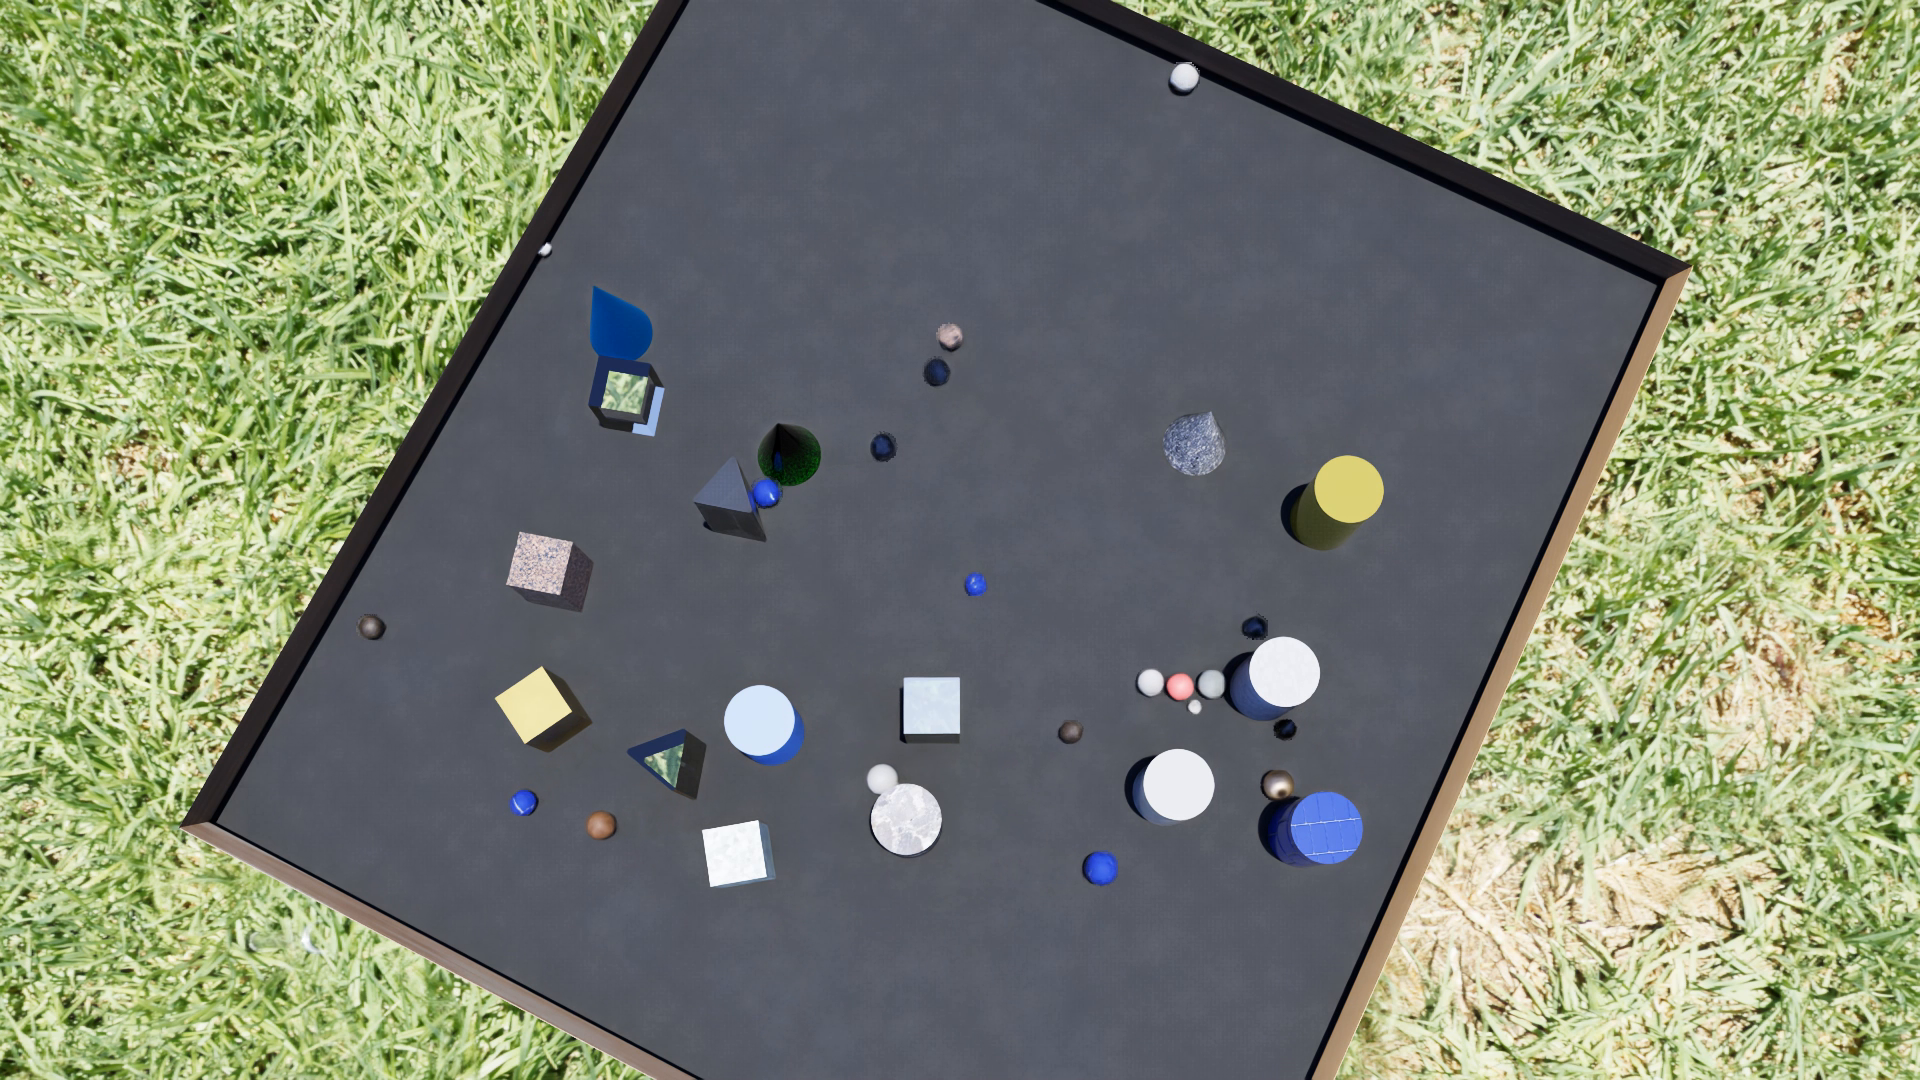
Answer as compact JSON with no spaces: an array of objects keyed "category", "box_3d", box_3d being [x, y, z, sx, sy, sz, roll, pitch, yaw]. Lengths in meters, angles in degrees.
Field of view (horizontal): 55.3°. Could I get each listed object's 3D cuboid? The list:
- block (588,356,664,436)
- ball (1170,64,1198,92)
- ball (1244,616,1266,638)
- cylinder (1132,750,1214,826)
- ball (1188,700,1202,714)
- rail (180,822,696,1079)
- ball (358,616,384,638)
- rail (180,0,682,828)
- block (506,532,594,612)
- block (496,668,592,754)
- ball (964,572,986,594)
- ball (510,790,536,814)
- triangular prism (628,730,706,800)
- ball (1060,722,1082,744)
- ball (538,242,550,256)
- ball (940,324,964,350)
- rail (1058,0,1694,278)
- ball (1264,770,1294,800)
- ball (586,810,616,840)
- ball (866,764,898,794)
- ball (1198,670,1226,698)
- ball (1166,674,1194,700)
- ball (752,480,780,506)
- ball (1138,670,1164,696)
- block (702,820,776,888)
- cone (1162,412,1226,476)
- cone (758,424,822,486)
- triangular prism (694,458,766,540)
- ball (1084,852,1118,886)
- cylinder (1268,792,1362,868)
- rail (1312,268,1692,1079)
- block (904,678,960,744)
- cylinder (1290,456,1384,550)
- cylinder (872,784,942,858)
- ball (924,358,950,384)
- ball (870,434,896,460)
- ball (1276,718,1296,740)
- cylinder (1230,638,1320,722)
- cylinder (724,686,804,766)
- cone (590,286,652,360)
[{"category":"block","box_3d":[-1.013,-0.437,5.576,0.158,0.257,0.158,10,78,2]},{"category":"ball","box_3d":[0.720,-1.482,5.878,0.089,0.089,0.089,0,78,0]},{"category":"ball","box_3d":[0.891,0.265,5.527,0.068,0.068,0.068,0,78,0]},{"category":"cylinder","box_3d":[0.612,0.718,5.292,0.197,0.344,0.197,0,78,0]},{"category":"ball","box_3d":[0.703,0.500,5.492,0.041,0.041,0.041,0,78,0]},{"category":"rail","box_3d":[-0.786,1.547,5.230,3.287,0.128,0.045,26,80,5]},{"category":"ball","box_3d":[-1.776,0.263,5.526,0.070,0.070,0.070,0,78,0]},{"category":"rail","box_3d":[-1.449,-0.703,5.696,0.045,0.128,3.564,26,80,5]},{"category":"block","box_3d":[-1.212,0.099,5.437,0.158,0.312,0.158,11,79,2]},{"category":"block","box_3d":[-1.212,0.500,5.356,0.158,0.307,0.158,-35,80,-7]},{"category":"ball","box_3d":[0.047,0.132,5.556,0.065,0.065,0.065,0,78,0]},{"category":"ball","box_3d":[-1.290,0.775,5.418,0.074,0.074,0.074,0,78,0]},{"category":"triangular prism","box_3d":[-0.808,0.623,5.274,0.171,0.418,0.148,39,81,7]},{"category":"ball","box_3d":[0.331,0.574,5.464,0.067,0.067,0.067,0,78,0]},{"category":"ball","box_3d":[-1.313,-0.917,5.785,0.042,0.042,0.042,0,78,0]},{"category":"ball","box_3d":[-0.027,-0.633,5.709,0.075,0.075,0.075,0,78,0]},{"category":"rail","box_3d":[0.786,-1.533,5.867,3.287,0.128,0.045,26,80,5]},{"category":"ball","box_3d":[0.944,0.724,5.420,0.092,0.092,0.092,0,78,0]},{"category":"ball","box_3d":[-1.057,0.840,5.399,0.085,0.085,0.085,0,78,0]},{"category":"ball","box_3d":[-0.229,0.709,5.423,0.092,0.092,0.092,0,78,0]},{"category":"ball","box_3d":[0.754,0.430,5.483,0.087,0.087,0.087,0,78,0]},{"category":"ball","box_3d":[0.659,0.440,5.484,0.081,0.081,0.081,0,78,0]},{"category":"ball","box_3d":[-0.592,-0.144,5.604,0.083,0.083,0.083,0,78,0]},{"category":"ball","box_3d":[0.571,0.427,5.487,0.080,0.080,0.080,0,78,0]},{"category":"block","box_3d":[-0.634,0.909,5.287,0.158,0.277,0.158,-10,78,-2]},{"category":"cone","box_3d":[0.727,-0.334,5.492,0.197,0.380,0.197,0,78,0]},{"category":"cone","box_3d":[-0.528,-0.300,5.487,0.197,0.375,0.197,0,78,0]},{"category":"triangular prism","box_3d":[-0.662,-0.126,5.433,0.171,0.410,0.148,11,79,2]},{"category":"ball","box_3d":[0.412,0.963,5.368,0.097,0.097,0.097,0,78,0]},{"category":"cylinder","box_3d":[1.010,0.832,5.240,0.197,0.399,0.197,0,78,0]},{"category":"rail","box_3d":[1.449,0.716,5.402,0.045,0.128,3.564,26,80,5]},{"category":"block","box_3d":[-0.080,0.501,5.348,0.158,0.323,0.158,0,78,0]},{"category":"cylinder","box_3d":[1.112,-0.105,5.432,0.197,0.403,0.197,0,78,0]},{"category":"cylinder","box_3d":[-0.150,0.814,5.291,0.197,0.308,0.197,0,78,0]},{"category":"ball","box_3d":[-0.070,-0.523,5.685,0.079,0.079,0.079,0,78,0]},{"category":"ball","box_3d":[-0.237,-0.287,5.636,0.078,0.078,0.078,0,78,0]},{"category":"ball","box_3d":[0.974,0.564,5.469,0.060,0.060,0.060,0,78,0]},{"category":"cylinder","box_3d":[0.911,0.409,5.334,0.197,0.387,0.197,0,78,0]},{"category":"cylinder","box_3d":[-0.564,0.543,5.325,0.197,0.351,0.197,0,78,0]},{"category":"cone","box_3d":[-1.063,-0.693,5.532,0.197,0.447,0.197,0,78,0]}]
